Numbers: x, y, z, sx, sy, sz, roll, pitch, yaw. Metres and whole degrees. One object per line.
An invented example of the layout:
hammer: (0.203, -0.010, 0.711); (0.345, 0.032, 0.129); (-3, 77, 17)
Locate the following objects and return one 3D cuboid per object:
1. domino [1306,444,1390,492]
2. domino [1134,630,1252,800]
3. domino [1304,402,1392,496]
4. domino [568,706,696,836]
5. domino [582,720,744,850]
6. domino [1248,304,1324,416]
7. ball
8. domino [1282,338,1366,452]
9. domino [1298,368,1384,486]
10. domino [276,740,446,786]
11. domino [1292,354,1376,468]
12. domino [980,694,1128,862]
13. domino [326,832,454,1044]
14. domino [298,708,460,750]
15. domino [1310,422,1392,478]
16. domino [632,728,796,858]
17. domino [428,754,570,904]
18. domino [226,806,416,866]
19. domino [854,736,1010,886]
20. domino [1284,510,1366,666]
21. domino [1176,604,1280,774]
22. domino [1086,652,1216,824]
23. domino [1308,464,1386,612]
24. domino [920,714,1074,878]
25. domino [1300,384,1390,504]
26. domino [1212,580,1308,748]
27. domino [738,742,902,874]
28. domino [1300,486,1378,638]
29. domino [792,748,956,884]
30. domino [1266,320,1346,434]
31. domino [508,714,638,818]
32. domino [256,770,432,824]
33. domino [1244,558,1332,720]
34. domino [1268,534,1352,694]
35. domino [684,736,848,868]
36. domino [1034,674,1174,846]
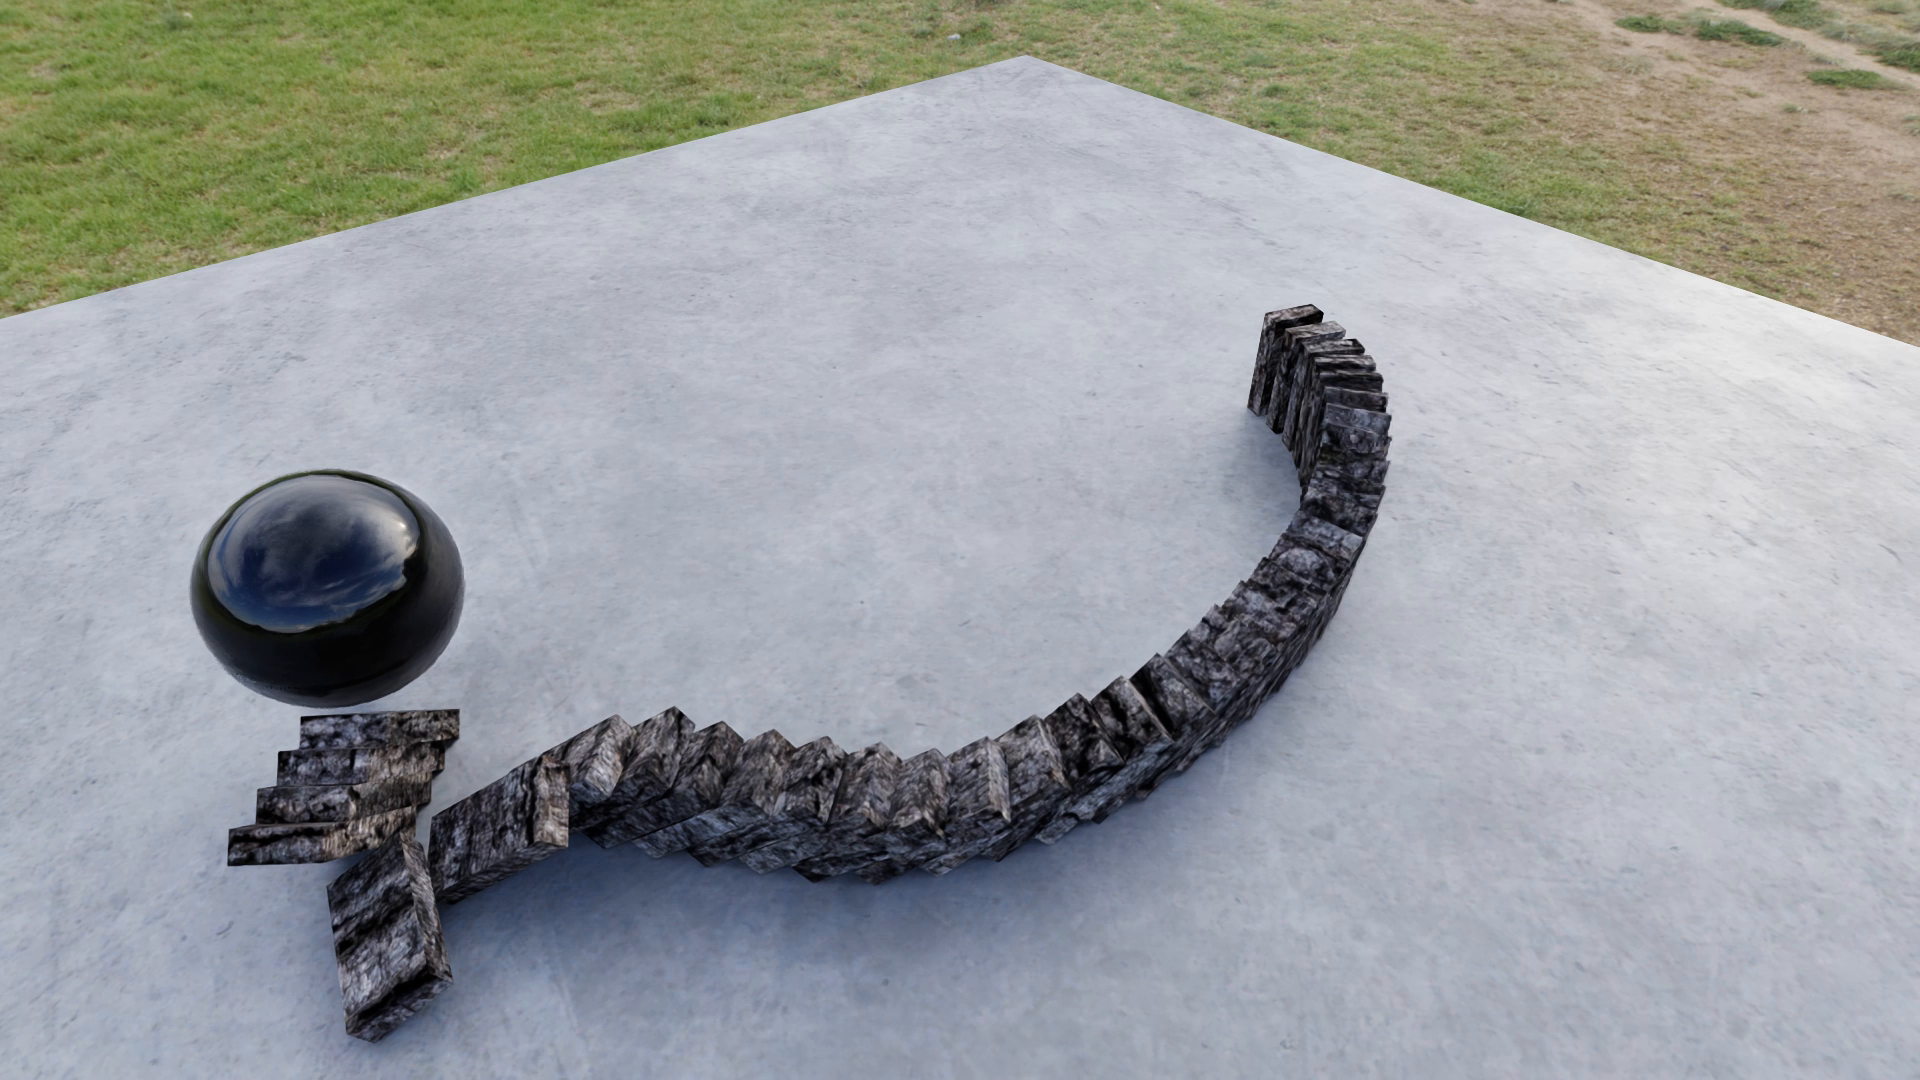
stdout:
domino: (0.146, -0.010, 0.427); (0.025, 0.050, 0.009); (19, 7, 22)
domino: (0.066, 0.056, 0.352); (0.050, 0.010, 0.025); (-48, 49, 4)
domino: (0.156, -0.028, 0.447); (0.025, 0.050, 0.009); (13, 15, 16)
domino: (-0.105, 0.071, 0.334); (0.050, 0.010, 0.025); (-28, 29, 25)
domino: (-0.090, 0.074, 0.331); (0.050, 0.010, 0.025); (-25, 30, 29)
domino: (0.151, -0.084, 0.513); (0.025, 0.050, 0.010); (-14, 41, -16)
ball: (-0.209, 0.016, 0.368); (0.080, 0.080, 0.080); (0, 39, 0)
domino: (0.161, -0.064, 0.489); (0.025, 0.050, 0.009); (-5, 37, -6)
domino: (0.161, -0.047, 0.468); (0.025, 0.050, 0.009); (6, 25, 7)
domino: (-0.181, 0.067, 0.335); (0.025, 0.050, 0.009); (-1, 83, -2)
domino: (0.162, -0.055, 0.478); (0.025, 0.050, 0.009); (2, 32, 3)
domino: (0.024, 0.072, 0.333); (0.050, 0.009, 0.025); (-40, 41, 11)
domino: (-0.158, 0.108, 0.304); (0.025, 0.010, 0.050); (-37, 47, -5)
domino: (-0.180, 0.059, 0.345); (0.025, 0.050, 0.010); (-1, 83, -2)
domino: (0.152, -0.019, 0.437); (0.025, 0.050, 0.009); (16, 10, 19)
domino: (-0.074, 0.076, 0.328); (0.050, 0.009, 0.025); (-26, 29, 29)
domino: (-0.133, 0.083, 0.315); (0.050, 0.010, 0.025); (-29, 52, 23)
domino: (-0.180, 0.084, 0.315); (0.025, 0.050, 0.010); (-2, 83, 0)
domino: (-0.009, 0.080, 0.323); (0.050, 0.010, 0.025); (-31, 34, 23)
domino: (0.122, 0.017, 0.397); (0.025, 0.009, 0.050); (28, 91, 30)
domino: (0.079, 0.049, 0.361); (0.050, 0.009, 0.025); (-52, 52, 2)
domino: (0.053, 0.062, 0.345); (0.050, 0.010, 0.025); (-45, 46, 7)
domino: (0.139, -0.001, 0.417); (0.025, 0.050, 0.009); (22, 4, 25)
domino: (0.008, 0.076, 0.328); (0.050, 0.010, 0.025); (-36, 38, 16)
domino: (0.159, -0.038, 0.457); (0.025, 0.050, 0.009); (10, 20, 12)
domino: (0.091, 0.041, 0.369); (0.025, 0.009, 0.050); (37, 92, 36)
domino: (-0.041, 0.079, 0.324); (0.050, 0.009, 0.025); (-26, 30, 29)
domino: (0.131, 0.008, 0.407); (0.025, 0.050, 0.009); (26, 3, 28)
domino: (-0.025, 0.081, 0.322); (0.050, 0.010, 0.025); (-27, 32, 29)
domino: (0.157, -0.074, 0.501); (0.025, 0.050, 0.009); (-12, 41, -14)
domino: (-0.121, 0.073, 0.331); (0.050, 0.009, 0.025); (-28, 29, 25)
domino: (-0.180, 0.076, 0.325); (0.025, 0.050, 0.009); (-1, 83, -2)
domino: (0.102, 0.034, 0.378); (0.025, 0.010, 0.050); (34, 91, 34)
domino: (0.113, 0.026, 0.387); (0.025, 0.009, 0.050); (31, 91, 32)
domino: (-0.058, 0.078, 0.326); (0.050, 0.010, 0.025); (-26, 29, 29)
domino: (0.039, 0.068, 0.338); (0.050, 0.010, 0.025); (-42, 43, 10)
